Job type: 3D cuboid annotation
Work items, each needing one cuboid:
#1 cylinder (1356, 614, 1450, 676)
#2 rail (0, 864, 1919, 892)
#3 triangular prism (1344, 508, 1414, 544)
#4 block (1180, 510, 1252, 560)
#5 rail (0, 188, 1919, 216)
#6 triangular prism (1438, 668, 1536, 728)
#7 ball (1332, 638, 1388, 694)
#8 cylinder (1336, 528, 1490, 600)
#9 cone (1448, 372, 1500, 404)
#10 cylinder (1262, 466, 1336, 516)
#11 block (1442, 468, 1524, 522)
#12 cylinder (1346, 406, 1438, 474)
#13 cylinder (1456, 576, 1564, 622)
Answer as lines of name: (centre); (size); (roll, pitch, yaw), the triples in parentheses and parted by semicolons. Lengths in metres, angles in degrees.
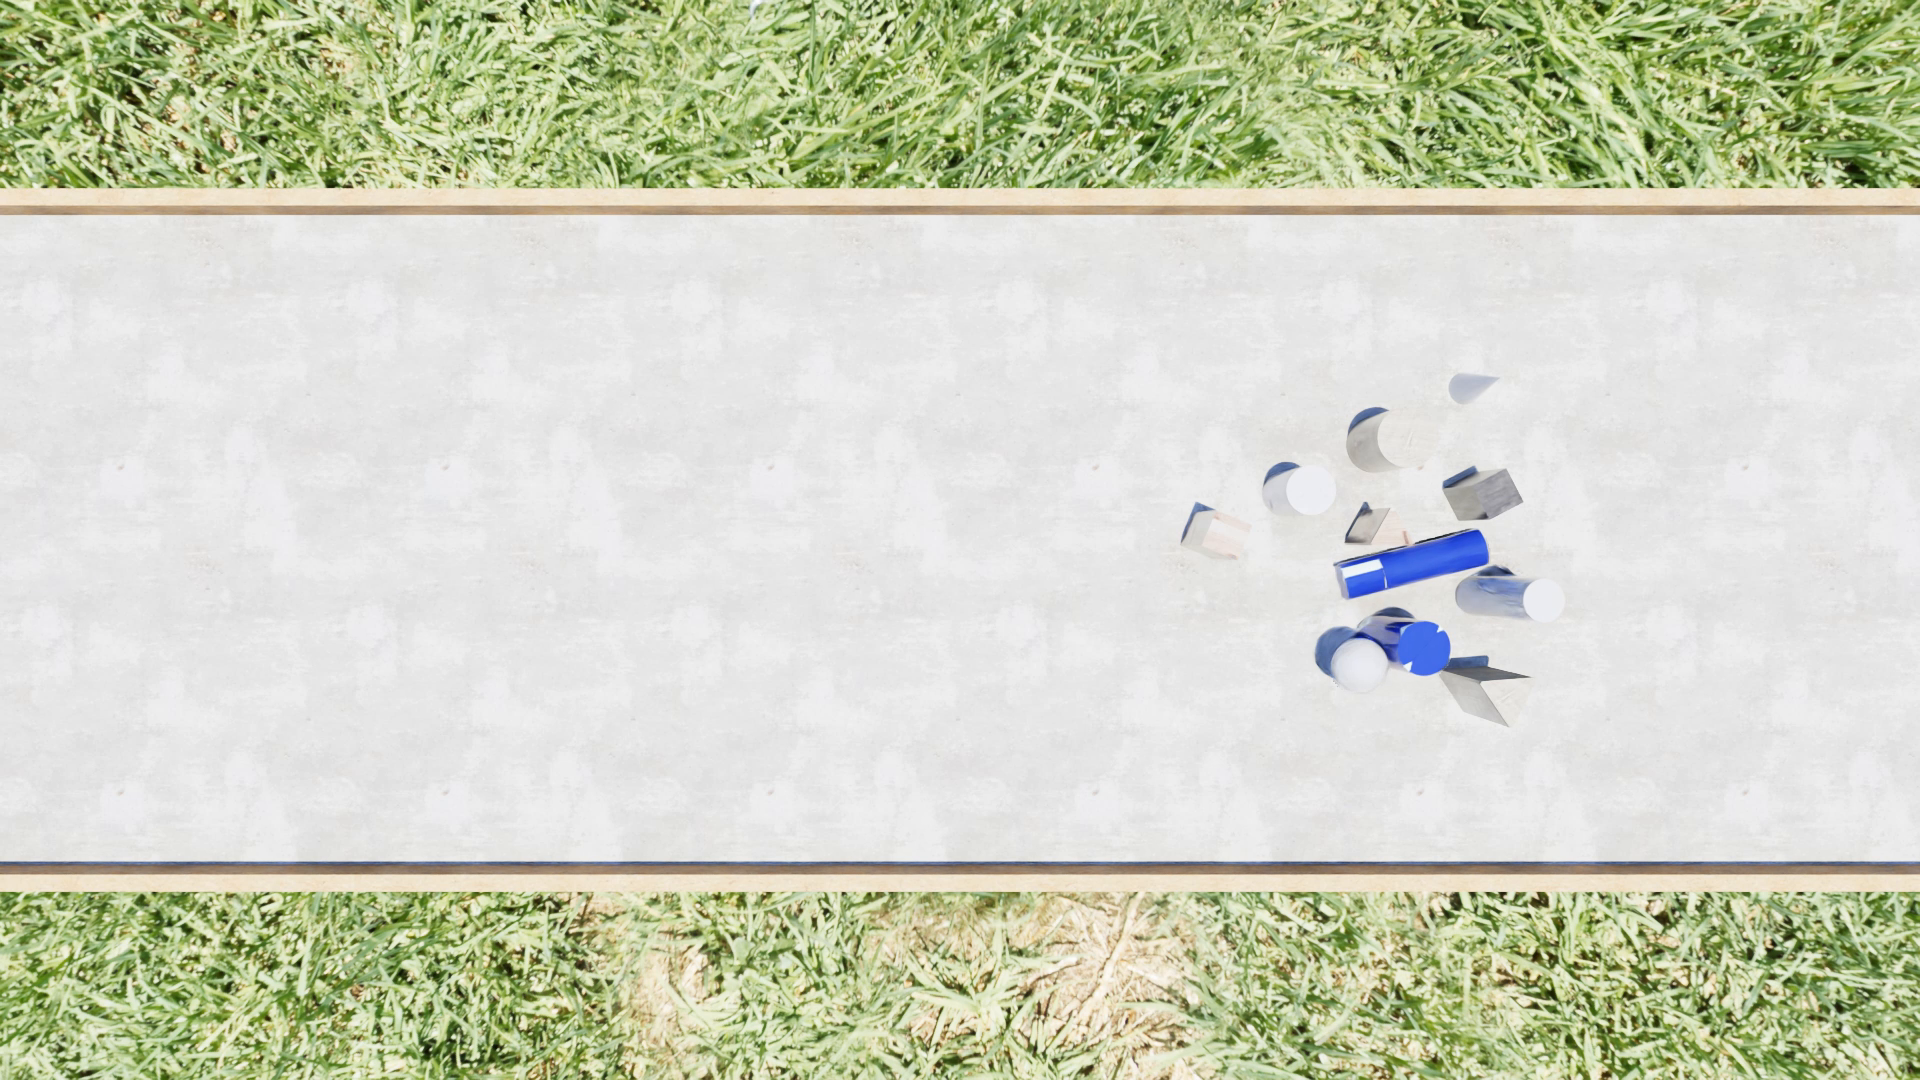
cylinder: (1.310, 0.309, 4.897); (0.158, 0.342, 0.158); (0, 91, -7)
rail: (-2.247, 1.025, 5.001); (12.000, 0.150, 0.050); (0, 90, 0)
triangular prism: (1.244, -0.041, 4.910); (0.123, 0.332, 0.107); (0, 90, 0)
block: (0.749, -0.013, 4.850); (0.109, 0.453, 0.109); (23, 90, 0)
rail: (-2.247, -1.025, 5.002); (12.000, 0.150, 0.050); (0, 90, 0)
triangular prism: (1.567, 0.429, 4.863); (0.134, 0.428, 0.154); (-34, 90, 0)
ball: (1.168, 0.367, 4.817); (0.164, 0.164, 0.164); (0, 90, 0)
cylinder: (1.375, 0.075, 5.020); (0.438, 0.114, 0.114); (-14, 90, 0)
cone: (1.554, -0.467, 4.908); (0.102, 0.337, 0.102); (0, 90, 0)
cylinder: (1.000, -0.142, 4.886); (0.142, 0.381, 0.142); (0, 90, 0)
block: (1.557, -0.133, 4.925); (0.112, 0.303, 0.112); (-27, 90, 0)
cylinder: (1.275, -0.293, 4.885); (0.174, 0.383, 0.174); (0, 90, 0)
cylinder: (1.616, 0.171, 4.860); (0.124, 0.418, 0.124); (0, 90, -9)
